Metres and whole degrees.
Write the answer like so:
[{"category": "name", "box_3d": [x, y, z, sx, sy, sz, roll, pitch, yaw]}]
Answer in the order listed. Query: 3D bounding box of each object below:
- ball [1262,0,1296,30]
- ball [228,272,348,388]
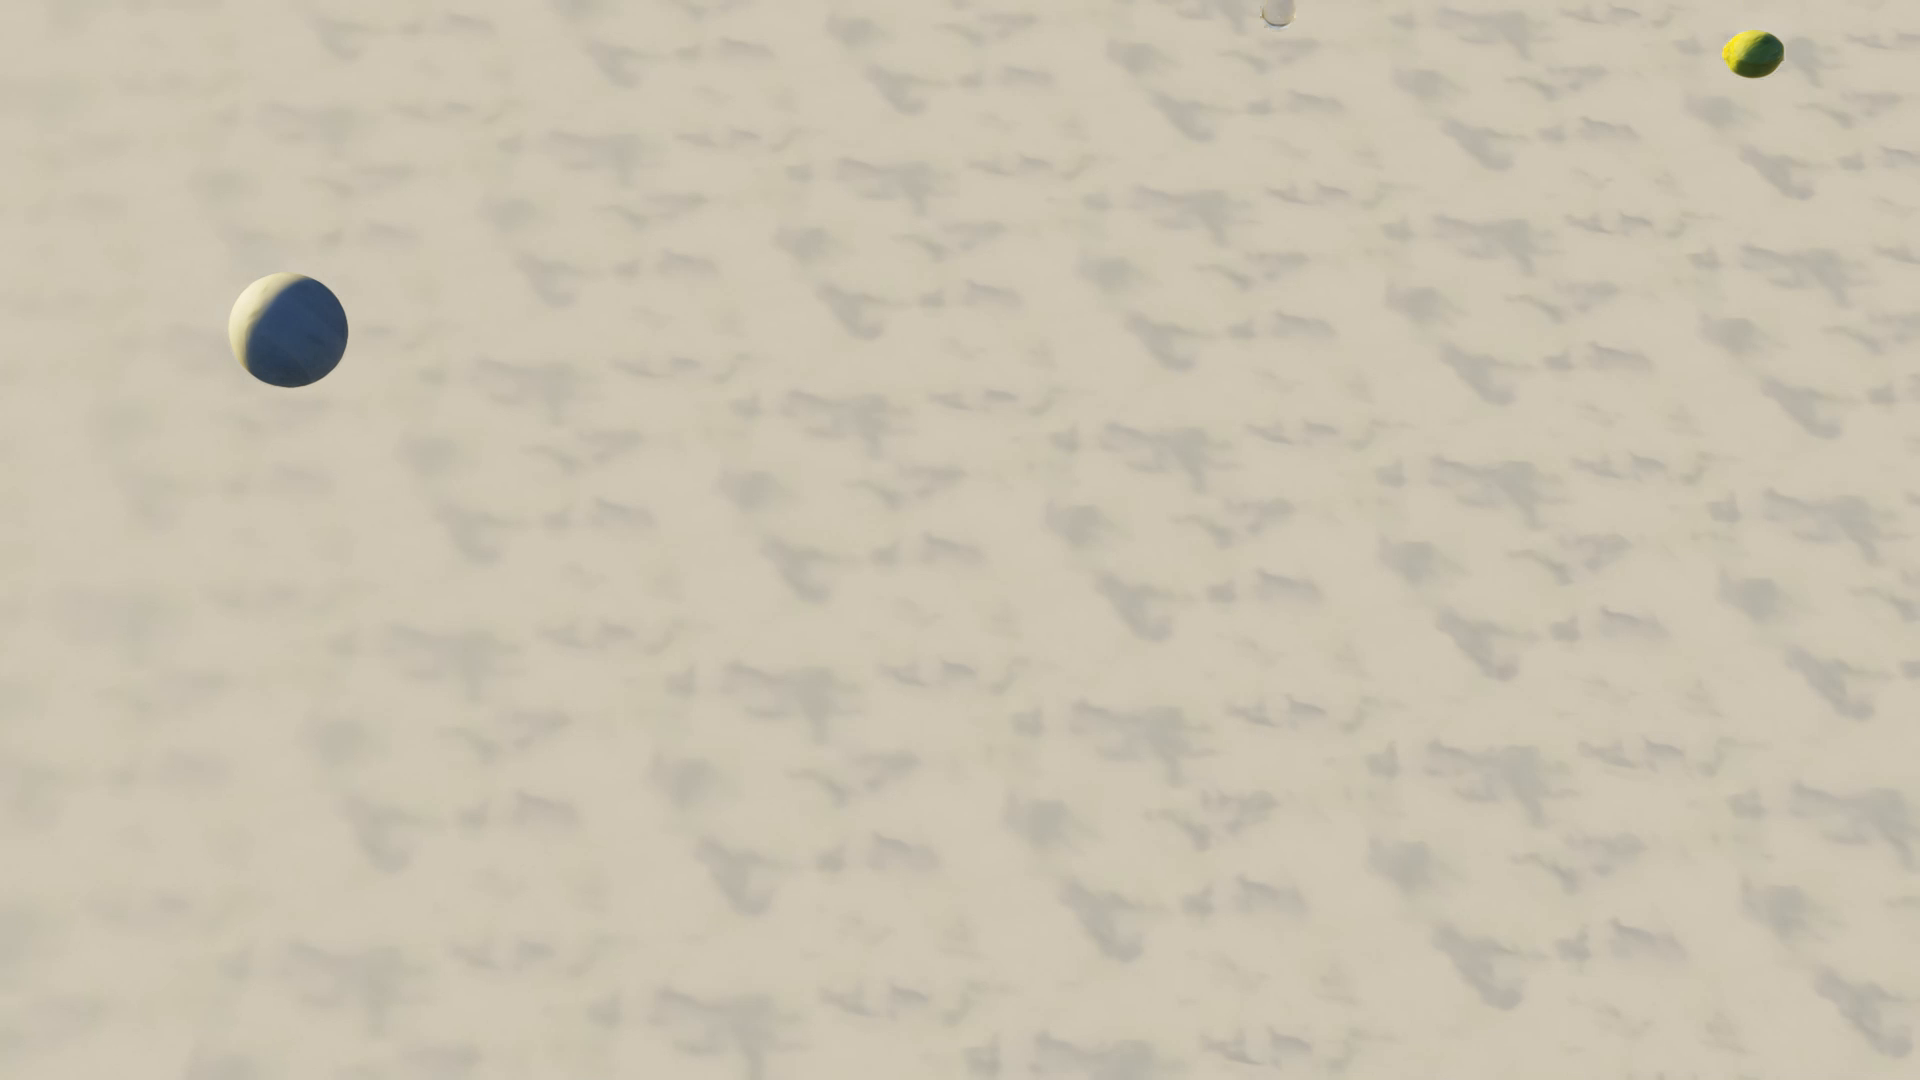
[{"category": "ball", "box_3d": [0.641, -1.059, 4.416, 0.069, 0.069, 0.069, 0, 56, 0]}, {"category": "ball", "box_3d": [-1.322, -0.413, 4.331, 0.226, 0.226, 0.226, 0, 56, 0]}]
